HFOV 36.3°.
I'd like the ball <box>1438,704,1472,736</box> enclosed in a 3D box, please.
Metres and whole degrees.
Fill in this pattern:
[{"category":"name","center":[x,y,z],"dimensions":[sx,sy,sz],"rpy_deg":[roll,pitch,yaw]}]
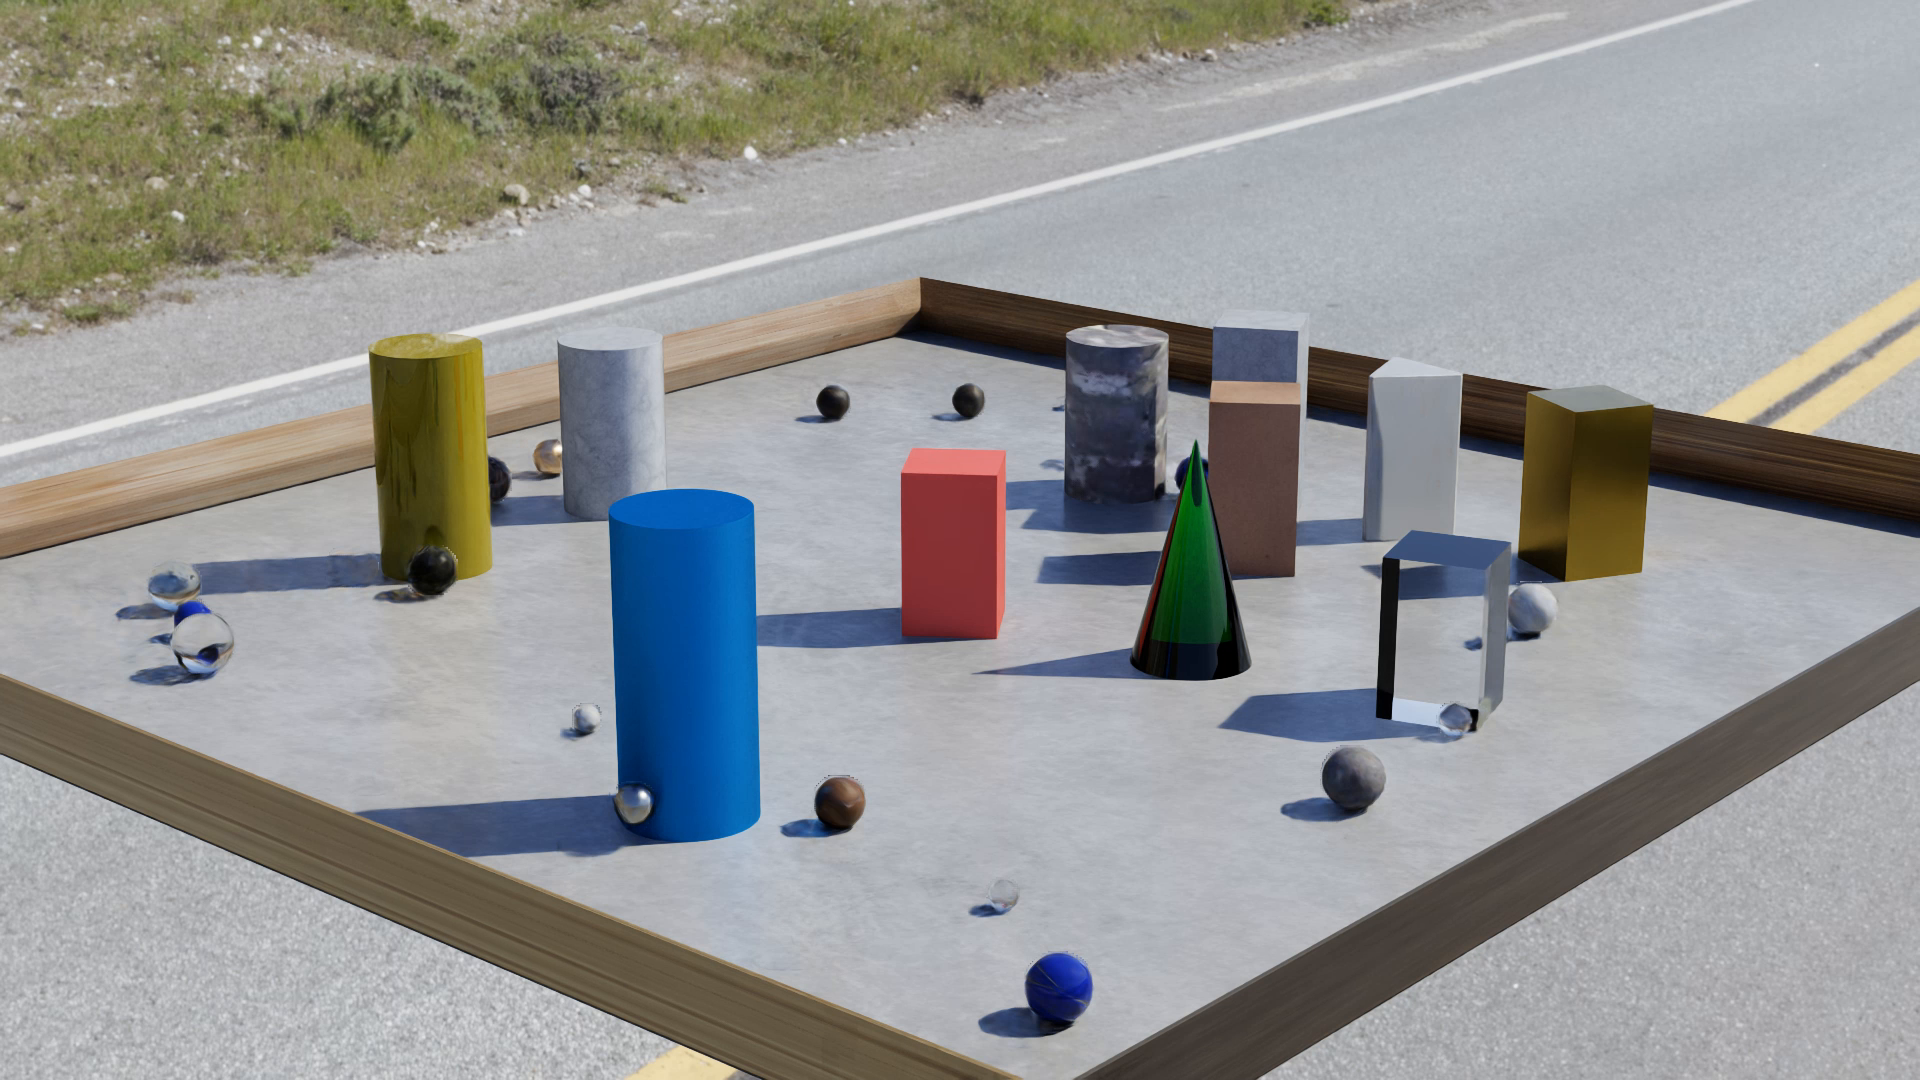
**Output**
[{"category":"ball","center":[0.753,0.274,4.458],"dimensions":[0.050,0.050,0.050],"rpy_deg":[0,17,0]}]

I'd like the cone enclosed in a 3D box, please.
[{"category":"cone","center":[0.378,0.016,4.746],"dimensions":[0.200,0.379,0.200],"rpy_deg":[0,17,0]}]

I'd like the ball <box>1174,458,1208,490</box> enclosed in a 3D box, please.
[{"category":"ball","center":[0.460,-0.122,5.718],"dimensions":[0.082,0.082,0.082],"rpy_deg":[0,17,0]}]

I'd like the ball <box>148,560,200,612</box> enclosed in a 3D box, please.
[{"category":"ball","center":[-1.351,0.079,5.042],"dimensions":[0.088,0.088,0.088],"rpy_deg":[0,17,0]}]

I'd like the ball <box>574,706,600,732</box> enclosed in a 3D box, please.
[{"category":"ball","center":[-0.569,0.273,4.476],"dimensions":[0.042,0.042,0.042],"rpy_deg":[0,17,0]}]

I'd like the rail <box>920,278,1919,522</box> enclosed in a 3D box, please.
[{"category":"rail","center":[0.989,-0.296,6.210],"dimensions":[2.920,0.130,0.045],"rpy_deg":[14,22,39]}]

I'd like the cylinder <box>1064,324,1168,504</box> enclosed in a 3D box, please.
[{"category":"cylinder","center":[0.305,-0.247,5.735],"dimensions":[0.200,0.312,0.200],"rpy_deg":[0,17,0]}]

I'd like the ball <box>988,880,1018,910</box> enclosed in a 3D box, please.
[{"category":"ball","center":[0.057,0.465,3.841],"dimensions":[0.041,0.041,0.041],"rpy_deg":[0,17,0]}]

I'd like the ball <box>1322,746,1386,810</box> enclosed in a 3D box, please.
[{"category":"ball","center":[0.561,0.339,4.174],"dimensions":[0.090,0.090,0.090],"rpy_deg":[0,17,0]}]

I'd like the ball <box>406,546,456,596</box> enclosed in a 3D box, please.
[{"category":"ball","center":[-0.924,0.053,5.129],"dimensions":[0.086,0.086,0.086],"rpy_deg":[0,17,0]}]

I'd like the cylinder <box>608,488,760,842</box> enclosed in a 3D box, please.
[{"category":"cylinder","center":[-0.383,0.173,4.095],"dimensions":[0.200,0.453,0.200],"rpy_deg":[0,17,0]}]

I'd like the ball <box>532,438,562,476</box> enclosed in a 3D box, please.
[{"category":"ball","center":[-0.819,-0.166,5.878],"dimensions":[0.074,0.074,0.074],"rpy_deg":[0,17,0]}]

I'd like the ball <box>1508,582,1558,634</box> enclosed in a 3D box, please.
[{"category":"ball","center":[0.960,0.115,4.925],"dimensions":[0.086,0.086,0.086],"rpy_deg":[0,17,0]}]

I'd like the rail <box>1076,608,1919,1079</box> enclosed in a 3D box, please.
[{"category":"rail","center":[1.085,0.304,4.218],"dimensions":[0.045,0.130,3.065],"rpy_deg":[14,22,39]}]

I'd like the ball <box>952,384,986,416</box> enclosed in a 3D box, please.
[{"category":"ball","center":[0.019,-0.302,6.336],"dimensions":[0.072,0.072,0.072],"rpy_deg":[0,17,0]}]

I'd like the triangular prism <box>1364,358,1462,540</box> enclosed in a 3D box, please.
[{"category":"triangular prism","center":[0.828,-0.173,5.490],"dimensions":[0.173,0.313,0.150],"rpy_deg":[-2,17,-6]}]

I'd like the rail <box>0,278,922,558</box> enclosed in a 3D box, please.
[{"category":"rail","center":[-1.085,-0.239,6.021],"dimensions":[0.045,0.130,3.065],"rpy_deg":[14,22,39]}]

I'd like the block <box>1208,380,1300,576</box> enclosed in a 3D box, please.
[{"category":"block","center":[0.527,-0.111,5.276],"dimensions":[0.160,0.317,0.160],"rpy_deg":[2,17,6]}]

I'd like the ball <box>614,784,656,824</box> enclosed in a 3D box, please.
[{"category":"ball","center":[-0.448,0.363,4.033],"dimensions":[0.057,0.057,0.057],"rpy_deg":[0,17,0]}]

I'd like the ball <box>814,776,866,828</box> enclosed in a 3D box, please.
[{"category":"ball","center":[-0.168,0.368,4.108],"dimensions":[0.073,0.073,0.073],"rpy_deg":[0,17,0]}]

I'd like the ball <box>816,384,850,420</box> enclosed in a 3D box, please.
[{"category":"ball","center":[-0.272,-0.297,6.315],"dimensions":[0.074,0.074,0.074],"rpy_deg":[0,17,0]}]

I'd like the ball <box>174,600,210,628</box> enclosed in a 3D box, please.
[{"category":"ball","center":[-1.283,0.133,4.904],"dimensions":[0.063,0.063,0.063],"rpy_deg":[0,17,0]}]

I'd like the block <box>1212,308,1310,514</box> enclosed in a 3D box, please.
[{"category":"block","center":[0.570,-0.236,5.591],"dimensions":[0.160,0.375,0.160],"rpy_deg":[4,17,13]}]

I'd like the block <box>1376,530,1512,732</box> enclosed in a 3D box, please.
[{"category":"block","center":[0.749,0.139,4.543],"dimensions":[0.160,0.260,0.160],"rpy_deg":[7,18,23]}]

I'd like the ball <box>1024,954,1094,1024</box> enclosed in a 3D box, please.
[{"category":"ball","center":[0.119,0.539,3.523],"dimensions":[0.083,0.083,0.083],"rpy_deg":[0,17,0]}]

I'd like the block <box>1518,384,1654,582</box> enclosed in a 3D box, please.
[{"category":"block","center":[1.121,-0.104,5.262],"dimensions":[0.160,0.311,0.160],"rpy_deg":[-6,18,-20]}]

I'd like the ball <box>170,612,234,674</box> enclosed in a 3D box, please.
[{"category":"ball","center":[-1.221,0.167,4.729],"dimensions":[0.100,0.100,0.100],"rpy_deg":[0,17,0]}]

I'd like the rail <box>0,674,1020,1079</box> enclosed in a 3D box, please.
[{"category":"rail","center":[-0.989,0.361,4.029],"dimensions":[2.920,0.130,0.045],"rpy_deg":[14,22,39]}]

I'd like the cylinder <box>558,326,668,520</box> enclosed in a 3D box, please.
[{"category":"cylinder","center":[-0.666,-0.225,5.626],"dimensions":[0.200,0.332,0.200],"rpy_deg":[0,17,0]}]

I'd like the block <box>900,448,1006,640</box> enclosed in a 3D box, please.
[{"category":"block","center":[-0.010,0.004,4.948],"dimensions":[0.160,0.284,0.160],"rpy_deg":[2,17,6]}]

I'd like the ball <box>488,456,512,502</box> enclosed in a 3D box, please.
[{"category":"ball","center":[-0.916,-0.117,5.688],"dimensions":[0.091,0.091,0.091],"rpy_deg":[0,17,0]}]

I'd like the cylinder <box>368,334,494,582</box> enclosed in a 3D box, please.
[{"category":"cylinder","center":[-0.944,-0.148,5.239],"dimensions":[0.200,0.408,0.200],"rpy_deg":[0,17,0]}]
